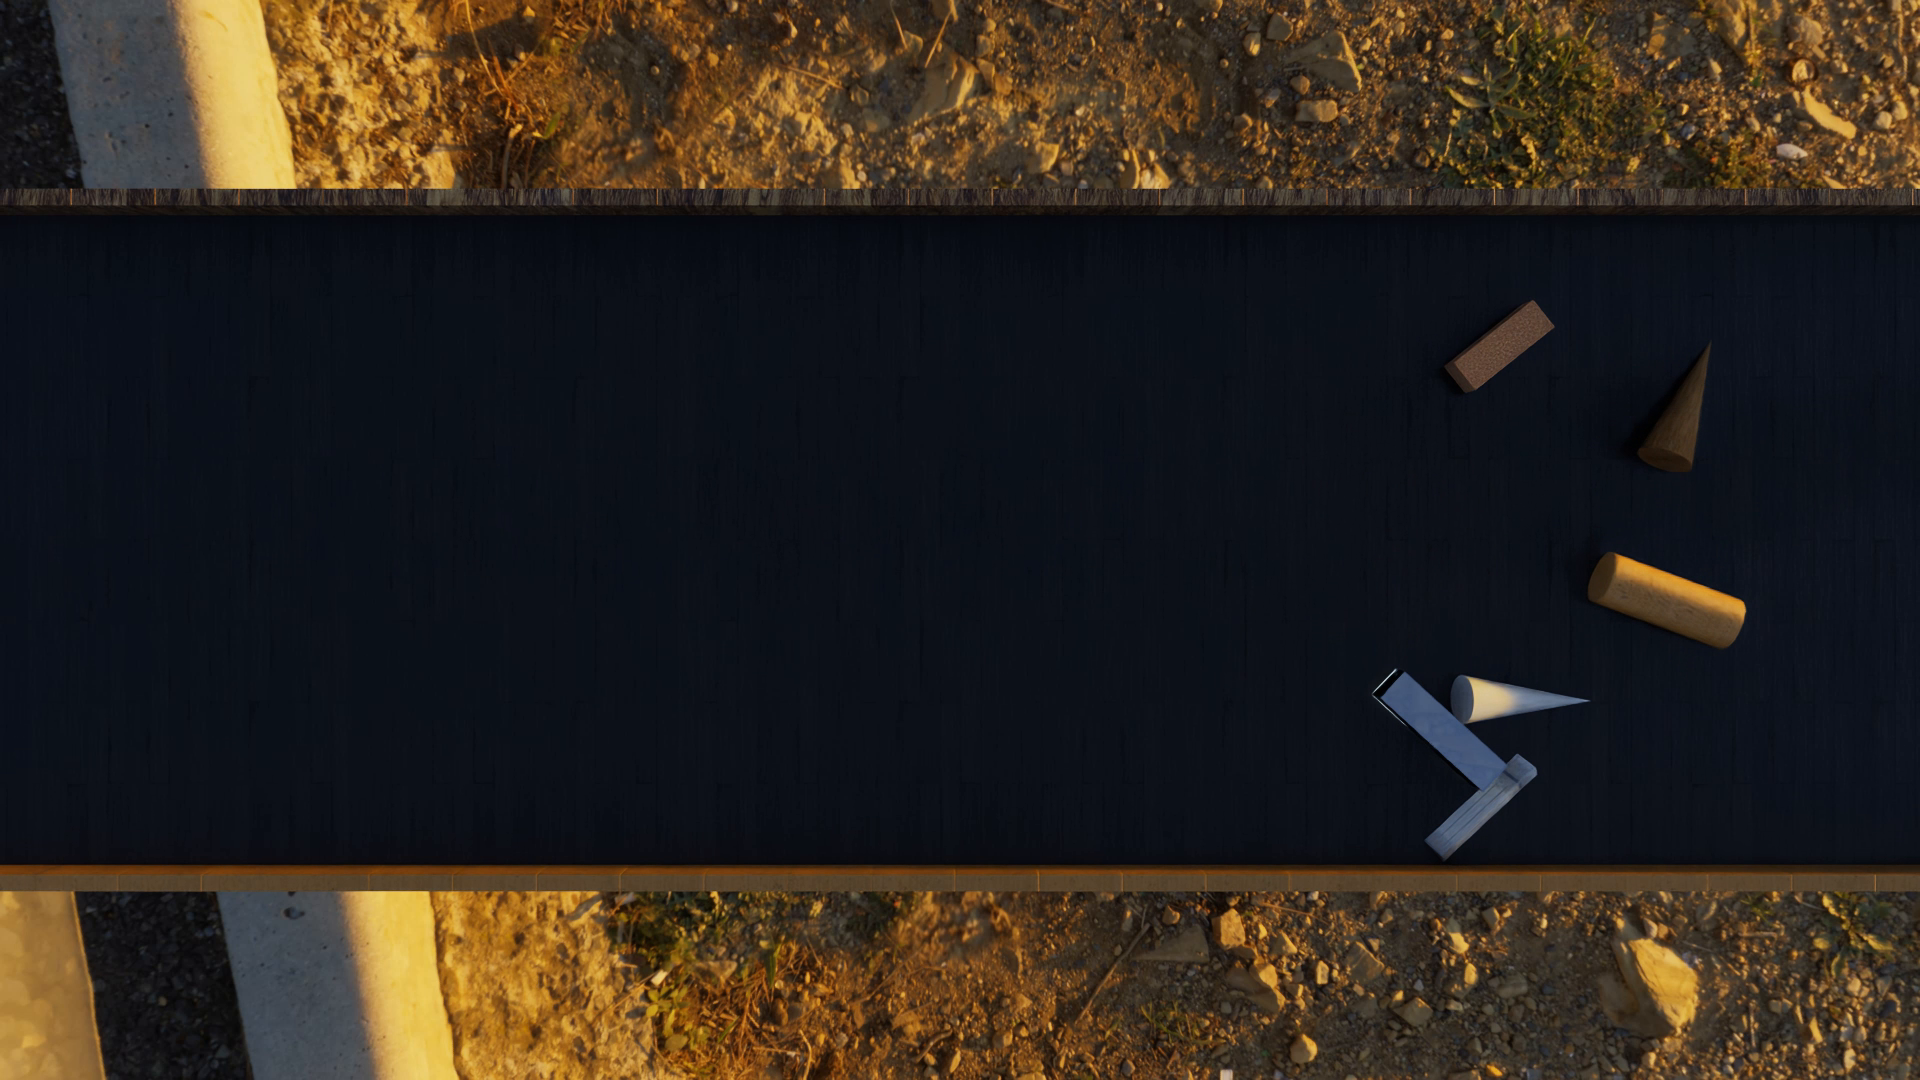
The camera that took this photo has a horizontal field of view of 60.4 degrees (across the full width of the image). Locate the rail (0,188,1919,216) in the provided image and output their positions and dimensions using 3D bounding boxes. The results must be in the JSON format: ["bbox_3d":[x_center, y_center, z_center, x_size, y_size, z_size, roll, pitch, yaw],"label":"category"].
[{"bbox_3d":[-2.247,-1.025,5.002,12.000,0.150,0.050,0,90,0],"label":"rail"}]

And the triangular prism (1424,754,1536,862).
[{"bbox_3d":[1.601,0.823,5.037,0.393,0.076,0.088,-43,90,0],"label":"triangular prism"}]

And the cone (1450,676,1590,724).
[{"bbox_3d":[1.734,0.489,5.040,0.428,0.149,0.149,2,90,-10],"label":"cone"}]

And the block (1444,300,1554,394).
[{"bbox_3d":[1.641,-0.588,5.024,0.306,0.105,0.105,-38,90,0],"label":"block"}]

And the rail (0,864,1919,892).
[{"bbox_3d":[-2.247,1.025,5.001,12.000,0.150,0.050,0,90,0],"label":"rail"}]

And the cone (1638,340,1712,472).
[{"bbox_3d":[2.223,-0.430,5.037,0.162,0.162,0.422,25,79,0],"label":"cone"}]

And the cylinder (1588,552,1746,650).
[{"bbox_3d":[2.137,0.183,4.995,0.414,0.163,0.163,20,90,0],"label":"cylinder"}]

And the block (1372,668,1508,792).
[{"bbox_3d":[1.458,0.577,5.022,0.421,0.109,0.109,42,90,0],"label":"block"}]
